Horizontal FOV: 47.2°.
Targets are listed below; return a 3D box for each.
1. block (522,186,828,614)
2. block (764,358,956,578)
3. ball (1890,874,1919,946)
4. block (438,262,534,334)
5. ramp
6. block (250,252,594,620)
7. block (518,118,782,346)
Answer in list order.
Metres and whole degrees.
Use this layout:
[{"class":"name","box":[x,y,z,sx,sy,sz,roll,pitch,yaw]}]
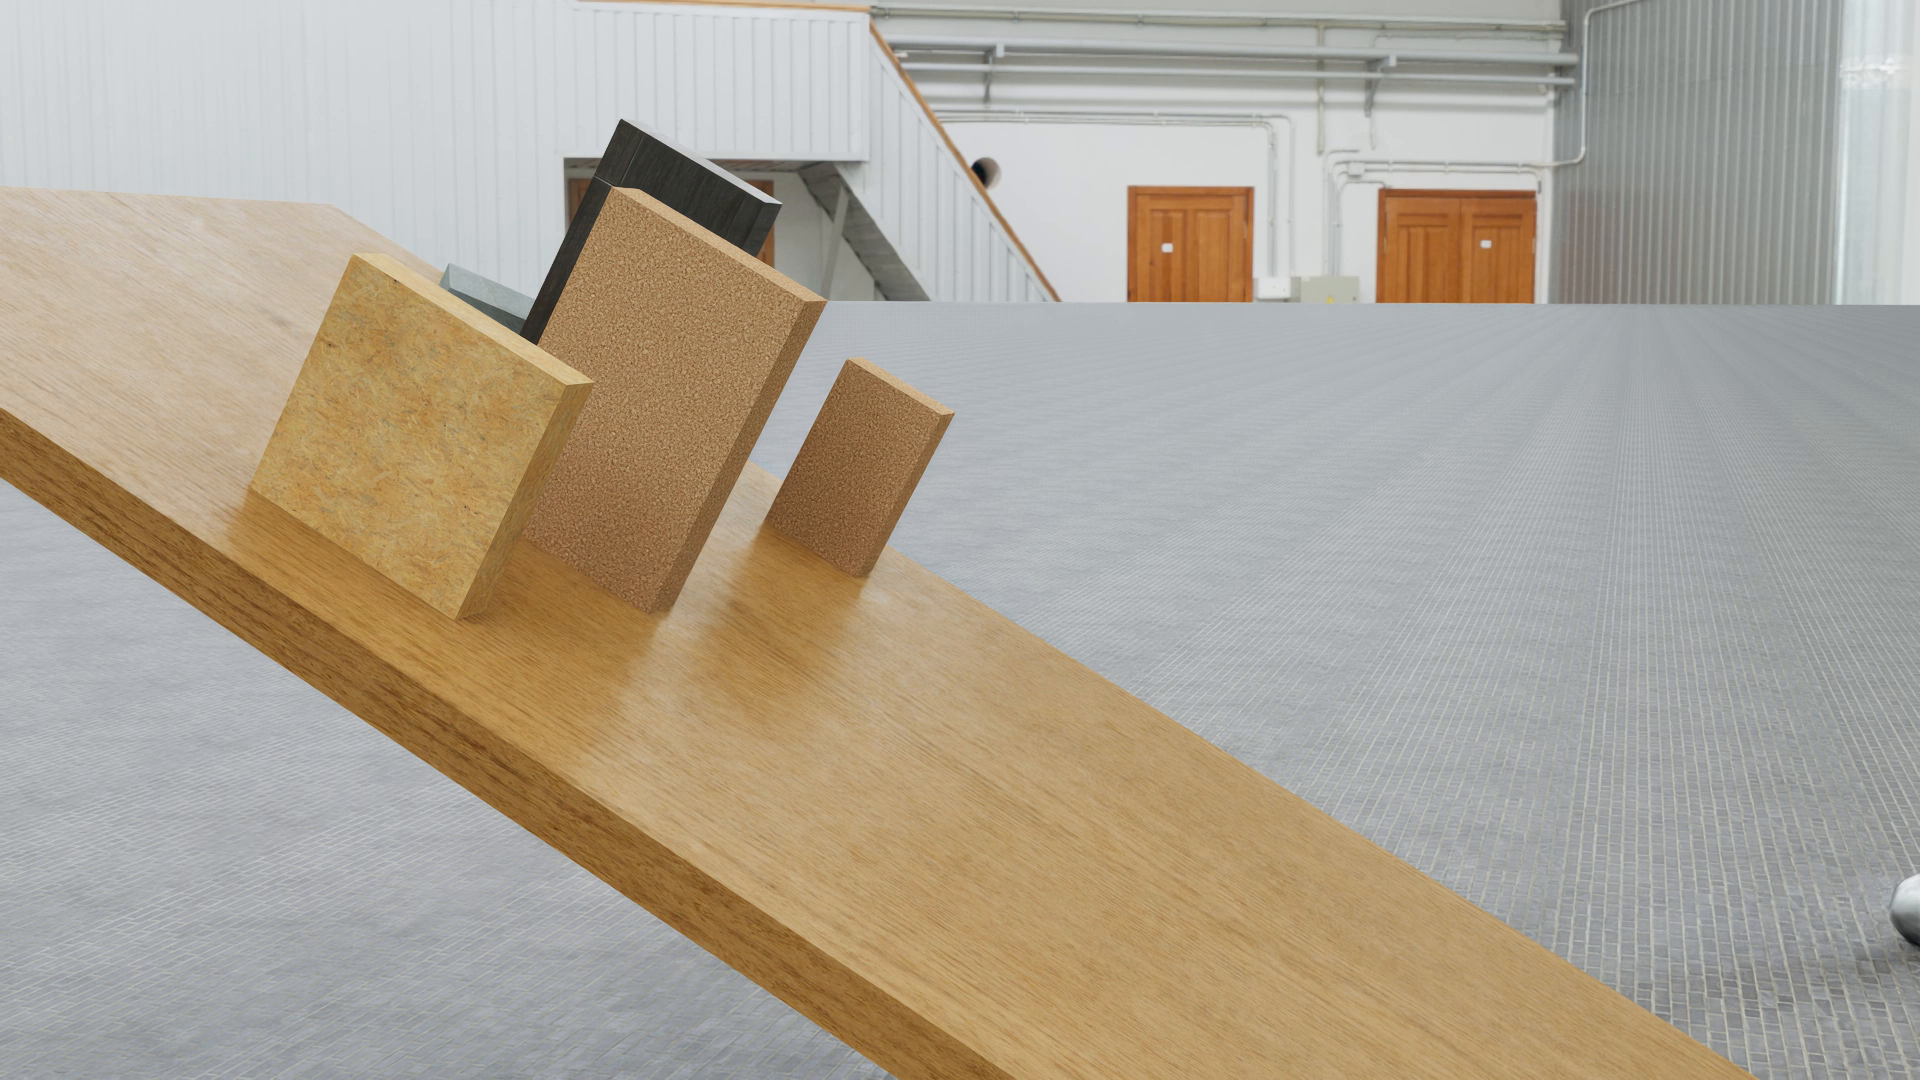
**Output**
[{"class":"block","box":[-0.574,-0.251,3.983,0.416,0.644,0.110,31,14,11]},{"class":"block","box":[-0.220,-0.160,4.812,0.245,0.408,0.099,31,14,11]},{"class":"ball","box":[2.670,1.021,6.056,0.204,0.204,0.204,0,7,0]},{"class":"block","box":[-1.032,-0.437,4.675,0.199,0.199,0.199,23,15,-21]},{"class":"ramp","box":[-0.205,0.339,4.139,4.000,0.100,2.000,31,14,11]},{"class":"block","box":[-0.875,-0.170,3.561,0.425,0.434,0.098,31,14,11]},{"class":"block","box":[-0.674,-0.474,4.506,0.353,0.675,0.096,31,14,11]}]
